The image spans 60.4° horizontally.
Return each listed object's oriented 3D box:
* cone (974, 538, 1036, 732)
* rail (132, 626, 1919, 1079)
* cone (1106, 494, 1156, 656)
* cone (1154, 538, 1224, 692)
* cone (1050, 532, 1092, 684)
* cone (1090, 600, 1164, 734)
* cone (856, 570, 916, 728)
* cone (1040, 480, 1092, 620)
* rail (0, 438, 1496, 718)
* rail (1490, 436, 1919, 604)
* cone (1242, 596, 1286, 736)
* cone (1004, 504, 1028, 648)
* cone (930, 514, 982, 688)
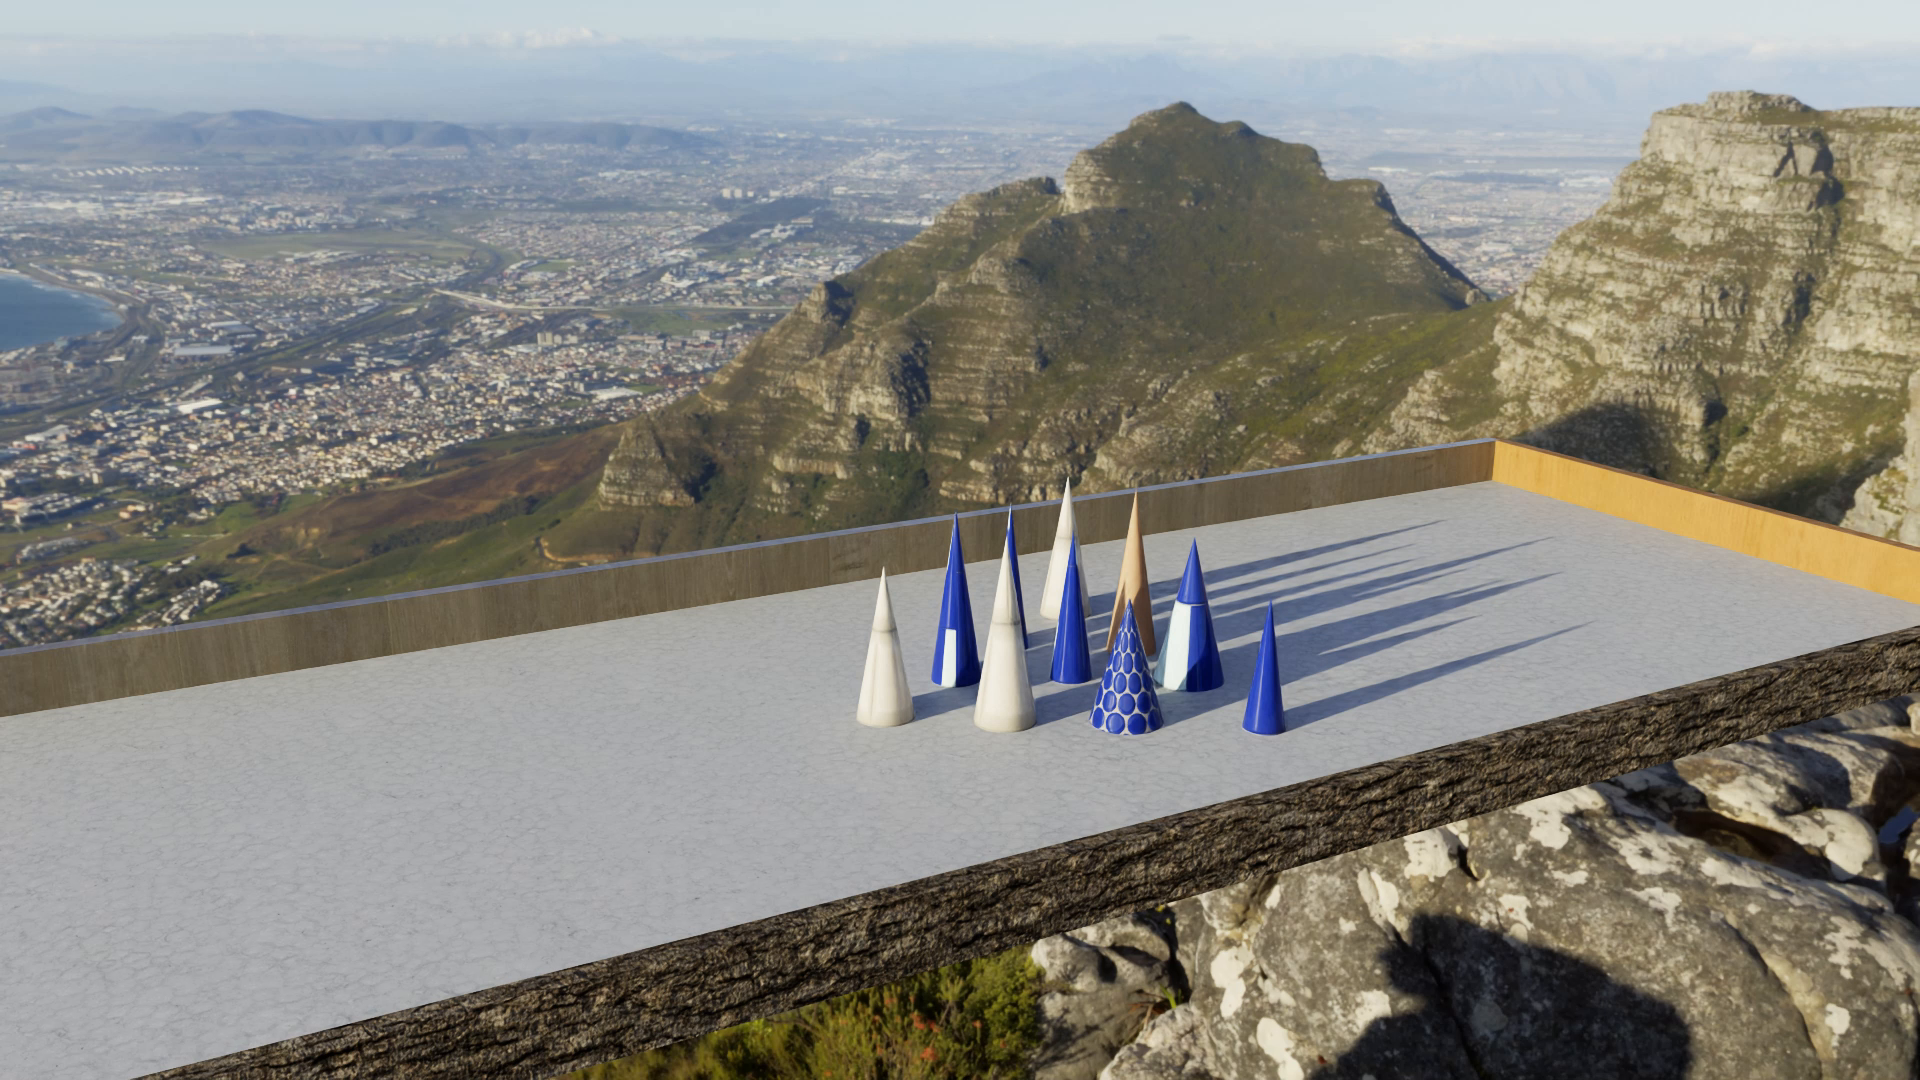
[{"bbox_3d":[0.107,0.208,3.838,0.151,0.455,0.151,0,16,0],"label":"cone"},{"bbox_3d":[-2.336,1.006,1.665,12.000,0.150,0.050,-9,18,-27],"label":"rail"},{"bbox_3d":[0.454,0.078,4.307,0.132,0.441,0.132,0,16,0],"label":"cone"},{"bbox_3d":[0.578,0.171,4.111,0.179,0.373,0.179,0,16,0],"label":"cone"},{"bbox_3d":[0.280,0.160,4.124,0.109,0.388,0.109,0,16,0],"label":"cone"},{"bbox_3d":[0.393,0.279,3.860,0.177,0.307,0.177,0,16,0],"label":"cone"},{"bbox_3d":[-0.177,0.239,3.876,0.141,0.376,0.141,0,16,0],"label":"cone"},{"bbox_3d":[0.298,0.014,4.603,0.146,0.397,0.146,0,16,0],"label":"cone"},{"bbox_3d":[-3.305,0.497,3.399,12.000,0.150,0.050,-9,18,-27],"label":"rail"},{"bbox_3d":[2.466,-0.048,5.253,0.050,0.150,2.100,-9,18,-27],"label":"rail"},{"bbox_3d":[0.711,0.284,3.816,0.101,0.323,0.101,0,16,0],"label":"cone"},{"bbox_3d":[0.132,0.092,4.340,0.102,0.396,0.102,0,16,0],"label":"cone"},{"bbox_3d":[-0.010,0.136,4.106,0.129,0.444,0.129,0,16,0],"label":"cone"}]
